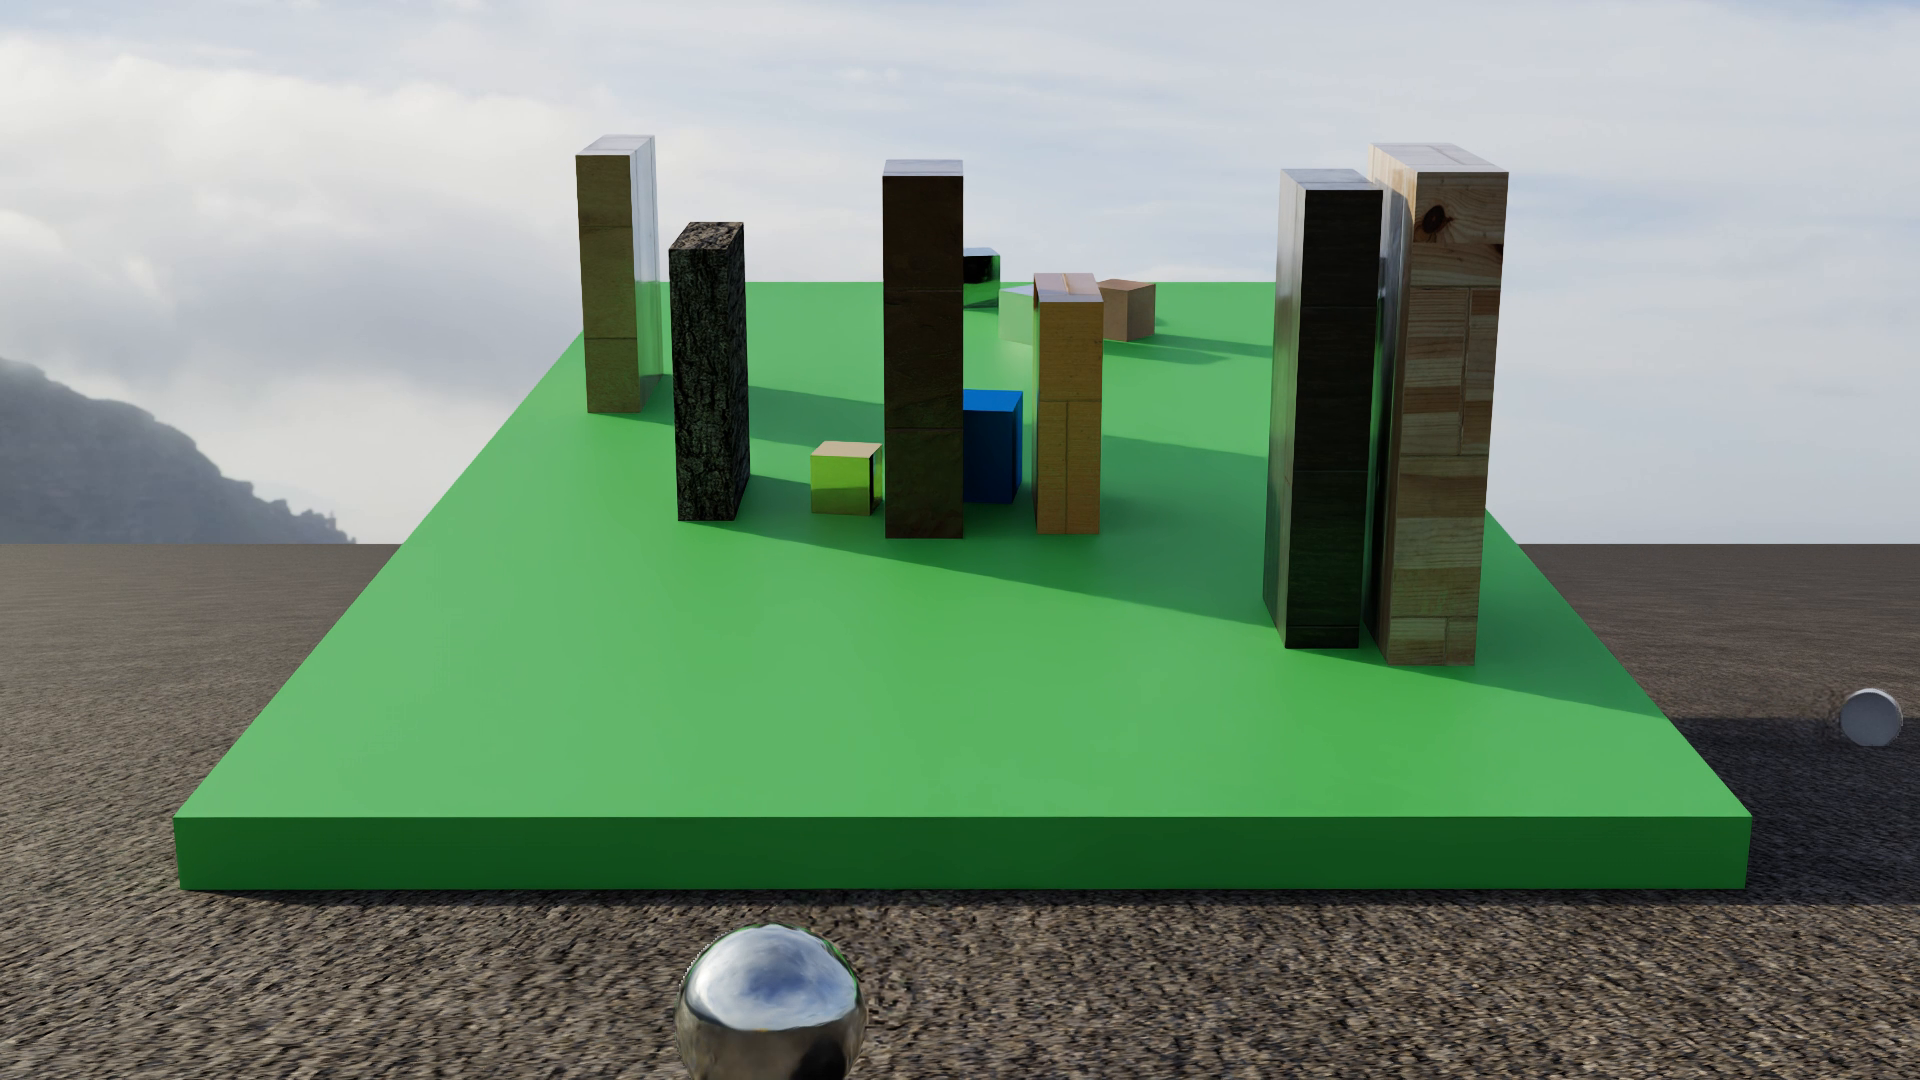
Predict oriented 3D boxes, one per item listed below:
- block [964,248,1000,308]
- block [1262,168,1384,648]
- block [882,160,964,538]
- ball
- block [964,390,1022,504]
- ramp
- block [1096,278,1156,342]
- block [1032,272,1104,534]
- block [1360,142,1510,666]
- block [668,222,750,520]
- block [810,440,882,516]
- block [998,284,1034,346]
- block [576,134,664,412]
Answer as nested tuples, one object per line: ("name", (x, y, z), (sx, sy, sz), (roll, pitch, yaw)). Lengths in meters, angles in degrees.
("block", (0.027, -0.743, 6.269), (0.147, 0.147, 0.147), (-3, 17, -10))
("block", (0.560, -0.208, 3.448), (0.114, 0.707, 0.258), (0, 16, 0))
("block", (-0.065, -0.351, 4.032), (0.140, 0.652, 0.246), (0, 16, 0))
("ball", (-0.147, 0.374, 1.724), (0.148, 0.148, 0.148), (0, 0, 0))
("block", (0.022, -0.184, 4.302), (0.181, 0.181, 0.181), (2, 16, 7))
("ramp", (-0.002, -0.164, 4.733), (2.000, 0.100, 4.000), (0, 16, 0))
("block", (0.421, -0.606, 5.825), (0.134, 0.134, 0.134), (12, 20, 36))
("block", (0.197, -0.260, 4.122), (0.113, 0.428, 0.312), (0, 16, 0))
("block", (0.713, -0.220, 3.428), (0.130, 0.743, 0.382), (0, 16, 0))
("block", (-0.473, -0.328, 4.210), (0.104, 0.507, 0.347), (0, 16, 0))
("block", (-0.214, -0.118, 4.195), (0.113, 0.113, 0.113), (3, 17, 10))
("block", (0.192, -0.588, 5.771), (0.129, 0.129, 0.129), (-14, 22, -40))
("block", (-0.778, -0.620, 5.088), (0.118, 0.574, 0.424), (0, 16, 0))
